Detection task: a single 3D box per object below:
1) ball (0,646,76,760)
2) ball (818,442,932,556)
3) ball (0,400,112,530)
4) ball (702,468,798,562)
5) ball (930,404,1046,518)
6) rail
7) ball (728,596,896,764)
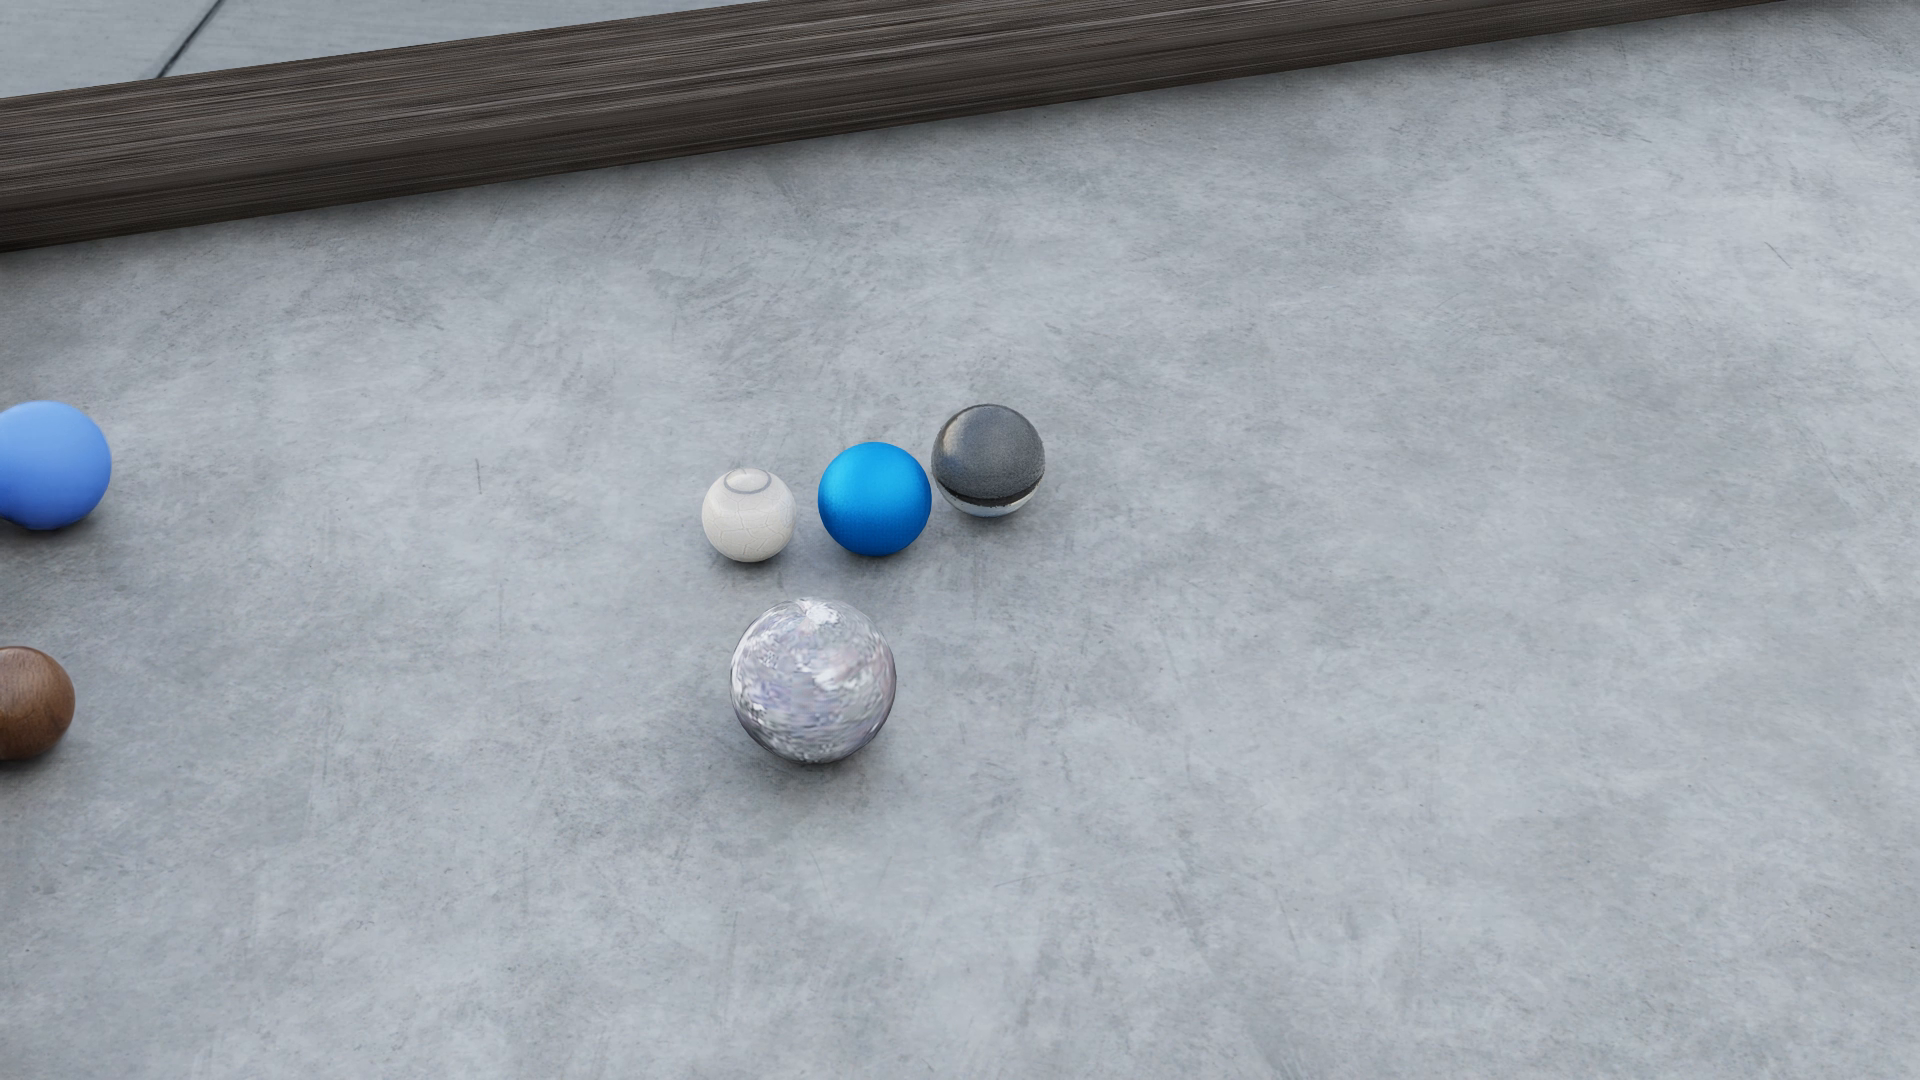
[{"bbox_3d":[-0.543,0.094,1.473,0.066,0.066,0.066,0,35,0],"label":"ball"},{"bbox_3d":[-0.054,-0.026,1.636,0.073,0.073,0.073,0,35,0],"label":"ball"},{"bbox_3d":[-0.593,-0.048,1.658,0.084,0.084,0.084,0,35,0],"label":"ball"},{"bbox_3d":[-0.134,-0.016,1.633,0.061,0.061,0.061,0,35,0],"label":"ball"},{"bbox_3d":[0.018,-0.051,1.670,0.075,0.075,0.075,0,35,0],"label":"ball"},{"bbox_3d":[0.413,-0.472,2.221,2.527,0.125,0.045,-10,37,-14],"label":"rail"},{"bbox_3d":[-0.084,0.080,1.466,0.096,0.096,0.096,0,35,0],"label":"ball"}]
